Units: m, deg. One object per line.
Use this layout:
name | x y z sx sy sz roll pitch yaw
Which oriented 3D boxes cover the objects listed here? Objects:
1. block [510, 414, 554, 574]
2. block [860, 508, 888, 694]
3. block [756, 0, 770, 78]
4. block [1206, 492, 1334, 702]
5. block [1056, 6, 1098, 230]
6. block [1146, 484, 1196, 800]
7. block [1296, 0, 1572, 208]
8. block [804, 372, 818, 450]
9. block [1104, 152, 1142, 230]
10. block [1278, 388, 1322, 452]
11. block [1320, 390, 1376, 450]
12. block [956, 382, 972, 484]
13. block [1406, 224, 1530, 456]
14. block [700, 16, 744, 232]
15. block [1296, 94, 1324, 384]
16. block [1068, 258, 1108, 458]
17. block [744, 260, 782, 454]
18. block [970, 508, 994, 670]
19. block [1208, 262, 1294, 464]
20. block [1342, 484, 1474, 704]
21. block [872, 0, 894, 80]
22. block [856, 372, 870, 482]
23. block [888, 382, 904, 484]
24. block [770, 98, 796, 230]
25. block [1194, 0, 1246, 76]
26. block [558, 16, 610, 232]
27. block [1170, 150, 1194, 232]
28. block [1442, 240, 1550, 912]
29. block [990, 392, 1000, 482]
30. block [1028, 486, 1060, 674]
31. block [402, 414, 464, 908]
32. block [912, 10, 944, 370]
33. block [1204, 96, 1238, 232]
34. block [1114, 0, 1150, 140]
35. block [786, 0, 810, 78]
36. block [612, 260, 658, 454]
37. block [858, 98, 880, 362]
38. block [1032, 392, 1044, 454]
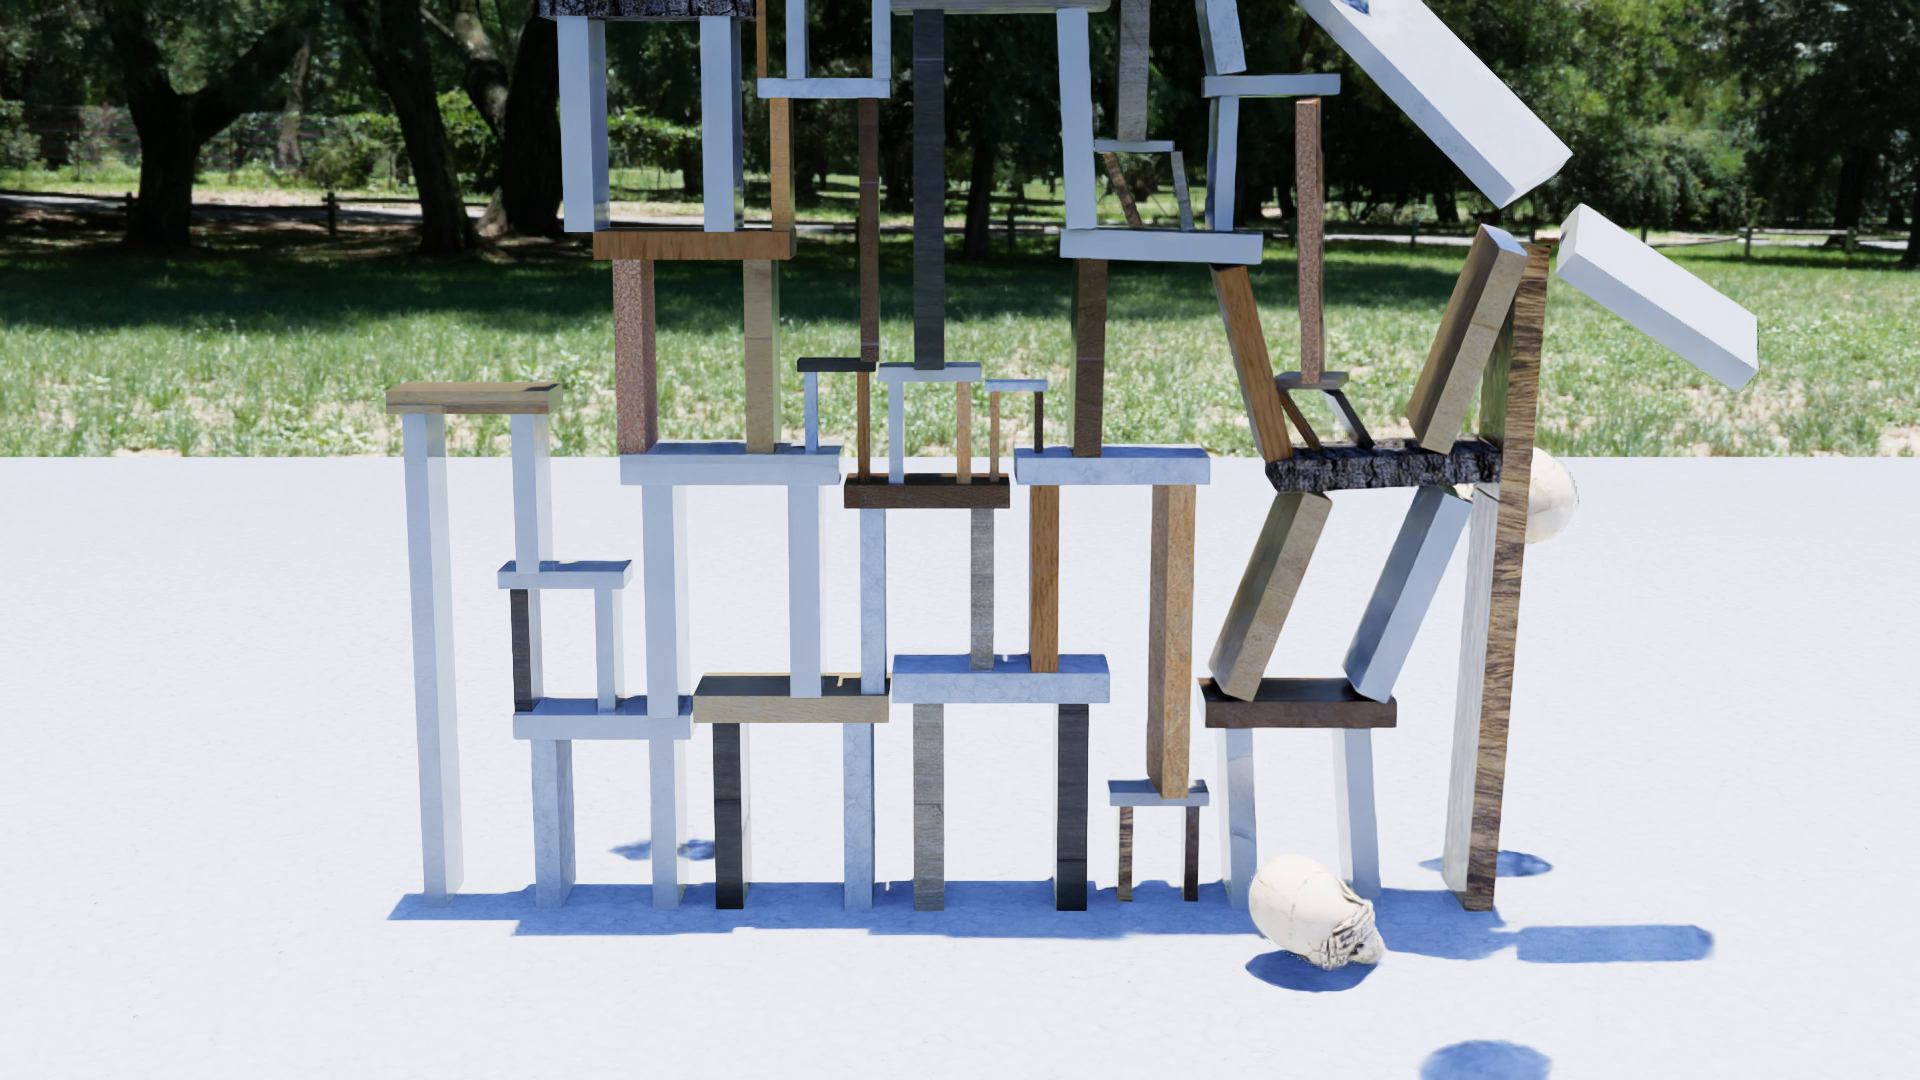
block | -0.689 -0.084 3.542 0.036 0.256 0.128 0 11 0
block | -0.140 0.087 3.577 0.037 0.303 0.132 0 11 0
block | -0.306 -0.835 3.405 0.014 0.238 0.050 0 11 0
block | 0.500 0.075 3.565 0.049 0.347 0.174 20 10 -6
block | 0.182 -0.657 3.435 0.047 0.331 0.166 -3 10 3
block | 0.344 0.152 3.594 0.043 0.517 0.152 -1 11 -5
block | 0.696 -0.733 3.353 0.158 0.528 0.045 -32 -15 -35
block | -0.238 -0.210 3.517 0.018 0.124 0.062 0 11 0
block | 0.256 -0.549 3.448 0.017 0.122 0.061 -20 8 10
block | 0.542 -0.193 3.519 0.016 0.110 0.055 -33 6 13
block | 0.617 -0.195 3.499 0.016 0.110 0.055 -38 23 -3
block | 0.006 -0.177 3.523 0.023 0.162 0.081 0 11 0
block | 0.790 -0.315 3.440 0.047 0.330 0.165 16 21 -4
block | -0.371 -0.649 3.440 0.046 0.324 0.162 0 11 0
block | 0.547 -0.467 3.427 0.029 0.434 0.103 1 17 14
block | 0.202 -0.296 3.503 0.044 0.311 0.155 1 11 -1
block | -0.314 -0.298 3.502 0.043 0.303 0.152 0 11 0
block | 0.035 0.068 3.573 0.037 0.264 0.132 0 11 0
block | 0.462 -0.288 3.494 0.044 0.310 0.155 -15 11 4
block | 0.720 0.077 3.555 0.049 0.347 0.174 21 11 -3
block | -0.120 -0.815 3.404 0.028 0.198 0.099 0 11 0
block | -0.154 -0.184 3.522 0.018 0.177 0.062 0 11 0
block | -0.102 -0.177 3.523 0.023 0.162 0.081 0 11 0
block | -0.278 -0.590 3.452 0.029 0.203 0.102 0 11 0
block | 0.386 -0.878 3.400 0.045 0.317 0.158 -10 9 2
block | -0.587 -0.649 3.440 0.046 0.324 0.162 0 11 0
block | 0.347 -0.545 3.432 0.017 0.122 0.061 -9 9 9
block | 0.865 0.060 3.569 0.047 1.077 0.165 2 10 -1
block | 0.056 -0.169 3.525 0.014 0.145 0.050 1 11 0
block | 0.136 0.049 3.564 0.043 0.304 0.152 0 11 0
block | -0.859 0.190 3.593 0.036 0.814 0.128 0 11 0
block | -0.048 -0.548 3.455 0.047 0.547 0.166 0 11 0
block | 0.410 -0.589 3.446 0.029 0.206 0.103 1 9 -2
block | 0.269 -0.889 3.383 0.043 0.539 0.150 1 11 1
block | -0.252 -0.815 3.403 0.028 0.198 0.099 0 11 0
block | -0.516 -0.298 3.501 0.043 0.303 0.152 0 11 0
block | -0.142 -0.490 3.471 0.029 0.408 0.102 0 11 0
block | 0.125 -0.192 3.521 0.014 0.099 0.049 -1 11 -1
